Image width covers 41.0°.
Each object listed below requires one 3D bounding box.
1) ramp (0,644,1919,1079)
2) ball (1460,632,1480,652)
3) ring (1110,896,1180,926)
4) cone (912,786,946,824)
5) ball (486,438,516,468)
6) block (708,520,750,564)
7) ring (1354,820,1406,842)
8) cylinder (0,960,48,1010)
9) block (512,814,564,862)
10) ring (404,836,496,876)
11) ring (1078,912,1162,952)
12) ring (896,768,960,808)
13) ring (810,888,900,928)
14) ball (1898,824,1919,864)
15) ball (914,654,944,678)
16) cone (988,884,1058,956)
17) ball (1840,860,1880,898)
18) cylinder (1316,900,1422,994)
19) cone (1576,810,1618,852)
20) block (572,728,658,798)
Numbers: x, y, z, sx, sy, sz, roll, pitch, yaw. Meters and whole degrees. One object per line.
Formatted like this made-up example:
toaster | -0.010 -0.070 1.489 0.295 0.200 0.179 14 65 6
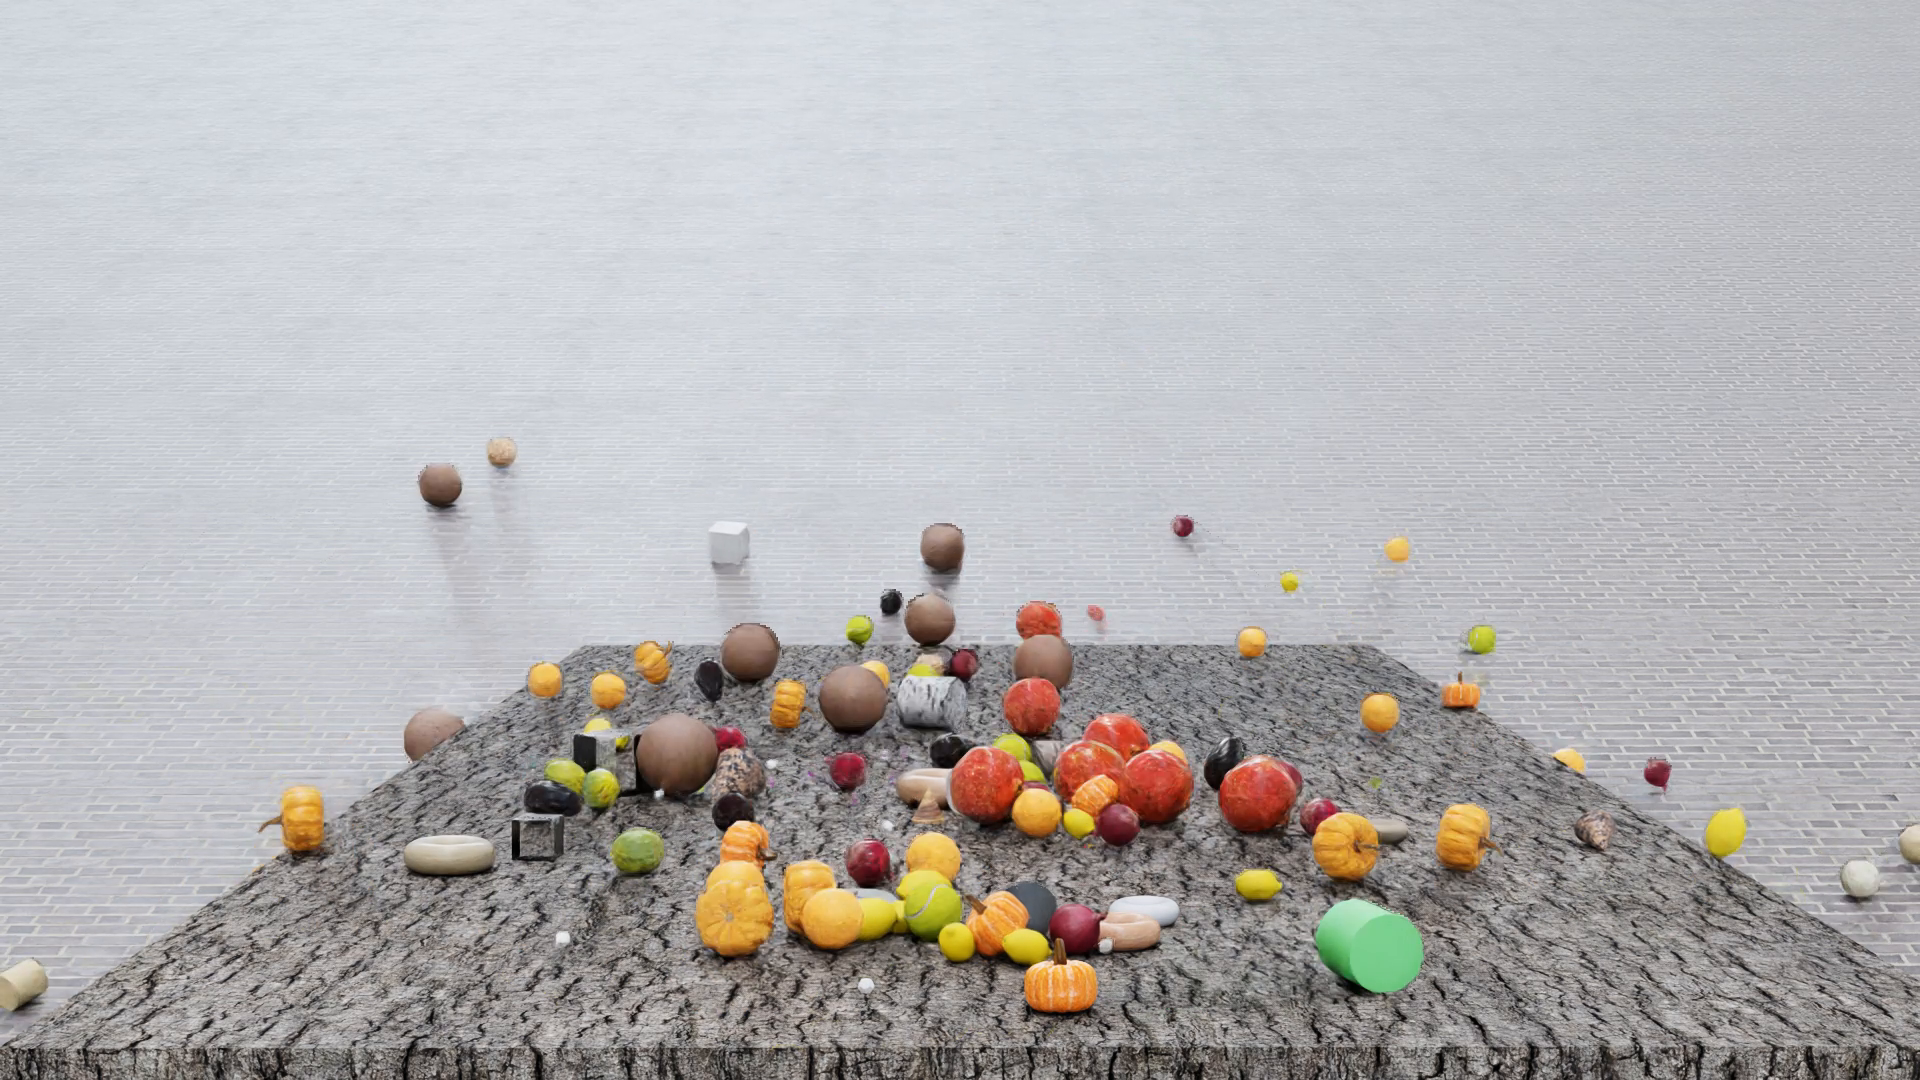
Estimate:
ramp | 0.048 0.433 4.532 2.000 0.100 4.000 0 3 0
ball | 1.336 0.266 6.722 0.053 0.053 0.053 0 21 0
ring | 0.224 0.452 3.120 0.086 0.029 0.086 -1 2 0
cone | -0.047 0.396 3.861 0.052 0.052 0.052 0 3 0
ball | -1.448 -0.276 8.111 0.094 0.094 0.094 0 21 0
block | -0.662 0.006 7.363 0.090 0.090 0.090 5 21 14
ring | 0.605 0.419 3.701 0.075 0.025 0.075 -1 4 0
cylinder | -1.851 0.875 5.058 0.074 0.074 0.074 12 24 28
block | -0.586 0.412 3.563 0.056 0.056 0.056 1 3 9
ring | -0.689 0.426 3.470 0.123 0.041 0.123 1 2 0
ring | 0.186 0.457 3.000 0.097 0.032 0.097 -1 4 0
ring | -0.030 0.389 4.029 0.144 0.048 0.144 1 4 0
ring | -0.127 0.448 3.123 0.109 0.036 0.109 0 2 0
ball | 2.096 0.665 5.614 0.084 0.084 0.084 0 21 0
ball | -0.068 0.282 5.616 0.067 0.067 0.067 0 21 0
cone | 0.081 0.456 2.973 0.083 0.083 0.083 -4 31 -10
ball | 1.916 0.721 5.469 0.081 0.081 0.081 0 21 0
cylinder | 0.445 0.442 2.797 0.086 0.086 0.086 -6 5 -16
cone | 0.903 0.423 3.625 0.058 0.058 0.058 2 41 5
block | -0.556 0.359 4.144 0.095 0.095 0.095 2 4 36
